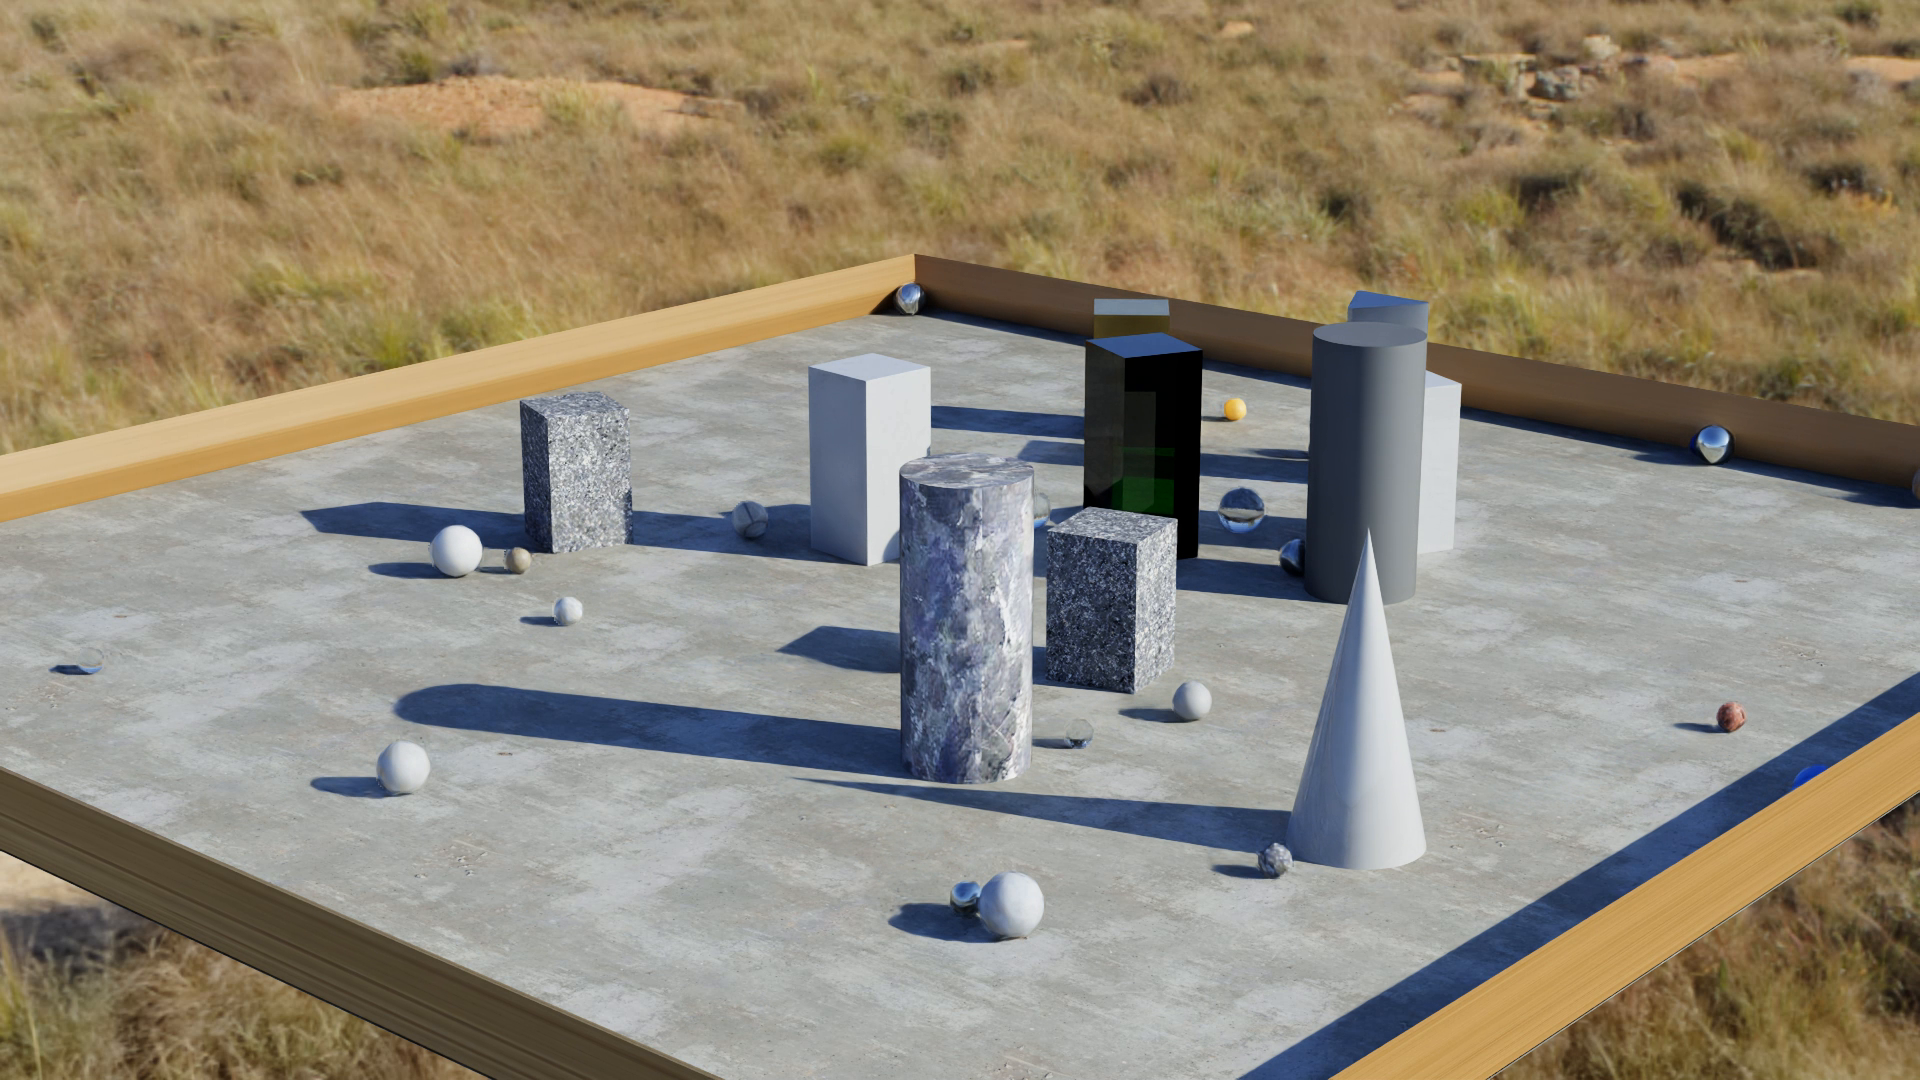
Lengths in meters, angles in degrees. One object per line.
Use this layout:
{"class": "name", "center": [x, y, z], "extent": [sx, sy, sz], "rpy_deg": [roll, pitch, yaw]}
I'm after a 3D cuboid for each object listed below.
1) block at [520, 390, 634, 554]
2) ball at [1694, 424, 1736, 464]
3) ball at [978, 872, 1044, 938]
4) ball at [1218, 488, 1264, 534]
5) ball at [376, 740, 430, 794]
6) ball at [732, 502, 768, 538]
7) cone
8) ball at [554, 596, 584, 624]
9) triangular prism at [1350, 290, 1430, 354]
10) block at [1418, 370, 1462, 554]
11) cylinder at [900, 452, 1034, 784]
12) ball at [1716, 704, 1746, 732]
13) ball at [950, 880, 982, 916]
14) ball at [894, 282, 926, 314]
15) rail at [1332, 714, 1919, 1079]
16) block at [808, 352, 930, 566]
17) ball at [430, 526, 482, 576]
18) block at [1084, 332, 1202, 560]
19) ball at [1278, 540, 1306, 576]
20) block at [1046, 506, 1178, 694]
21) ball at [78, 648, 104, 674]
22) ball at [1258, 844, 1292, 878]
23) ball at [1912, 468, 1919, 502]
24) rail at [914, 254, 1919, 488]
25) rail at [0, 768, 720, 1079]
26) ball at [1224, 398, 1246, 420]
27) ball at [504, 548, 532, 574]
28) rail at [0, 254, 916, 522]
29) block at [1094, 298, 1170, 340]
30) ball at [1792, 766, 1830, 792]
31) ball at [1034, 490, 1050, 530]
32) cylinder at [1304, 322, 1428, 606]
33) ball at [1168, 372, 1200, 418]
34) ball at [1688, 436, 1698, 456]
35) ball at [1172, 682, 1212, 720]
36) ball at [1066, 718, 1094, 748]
{"class": "block", "center": [-0.710, -0.127, 5.426], "extent": [0.156, 0.255, 0.156], "rpy_deg": [-8, 19, -26]}
{"class": "ball", "center": [1.532, -0.194, 5.953], "extent": [0.081, 0.081, 0.081], "rpy_deg": [0, 17, 0]}
{"class": "ball", "center": [0.066, 0.467, 3.755], "extent": [0.084, 0.084, 0.084], "rpy_deg": [0, 17, 0]}
{"class": "ball", "center": [0.526, -0.054, 5.479], "extent": [0.086, 0.086, 0.086], "rpy_deg": [0, 17, 0]}
{"class": "ball", "center": [-0.803, 0.328, 4.228], "extent": [0.077, 0.077, 0.077], "rpy_deg": [0, 17, 0]}
{"class": "ball", "center": [-0.389, -0.038, 5.458], "extent": [0.067, 0.067, 0.067], "rpy_deg": [0, 17, 0]}
{"class": "cone", "center": [0.548, 0.200, 3.996], "extent": [0.195, 0.455, 0.195], "rpy_deg": [0, 17, 0]}
{"class": "ball", "center": [-0.663, 0.119, 4.969], "extent": [0.048, 0.048, 0.048], "rpy_deg": [0, 17, 0]}
{"class": "triangular prism", "center": [0.817, -0.305, 5.835], "extent": [0.169, 0.361, 0.146], "rpy_deg": [-5, 17, -16]}
{"class": "block", "center": [0.804, -0.144, 5.385], "extent": [0.156, 0.312, 0.156], "rpy_deg": [-7, 18, -23]}
{"class": "cylinder", "center": [0.010, 0.114, 4.296], "extent": [0.195, 0.448, 0.195], "rpy_deg": [0, 17, 0]}
{"class": "ball", "center": [1.177, 0.271, 4.476], "extent": [0.043, 0.043, 0.043], "rpy_deg": [0, 17, 0]}
{"class": "ball", "center": [0.010, 0.467, 3.818], "extent": [0.048, 0.048, 0.048], "rpy_deg": [0, 17, 0]}
{"class": "ball", "center": [-0.123, -0.601, 7.304], "extent": [0.079, 0.079, 0.079], "rpy_deg": [0, 17, 0]}
{"class": "rail", "center": [1.238, 0.342, 4.091], "extent": [0.045, 0.127, 3.477], "rpy_deg": [14, 22, 39]}
{"class": "block", "center": [-0.164, -0.149, 5.347], "extent": [0.156, 0.343, 0.156], "rpy_deg": [-15, 23, -41]}
{"class": "ball", "center": [-0.897, 0.019, 5.226], "extent": [0.091, 0.091, 0.091], "rpy_deg": [0, 17, 0]}
{"class": "block", "center": [0.330, -0.165, 5.326], "extent": [0.156, 0.387, 0.156], "rpy_deg": [-7, 18, -23]}
{"class": "ball", "center": [0.602, 0.031, 5.231], "extent": [0.066, 0.066, 0.066], "rpy_deg": [0, 17, 0]}
{"class": "block", "center": [0.243, 0.095, 4.702], "extent": [0.156, 0.249, 0.156], "rpy_deg": [9, 19, 26]}
{"class": "ball", "center": [-1.402, 0.194, 4.733], "extent": [0.041, 0.041, 0.041], "rpy_deg": [0, 17, 0]}
{"class": "ball", "center": [0.424, 0.431, 3.943], "extent": [0.045, 0.045, 0.045], "rpy_deg": [0, 17, 0]}
{"class": "ball", "center": [1.879, -0.107, 5.660], "extent": [0.082, 0.082, 0.082], "rpy_deg": [0, 17, 0]}
{"class": "rail", "center": [1.124, -0.342, 6.360], "extent": [3.326, 0.127, 0.045], "rpy_deg": [14, 22, 39]}
{"class": "rail", "center": [-1.124, 0.406, 3.880], "extent": [3.326, 0.127, 0.045], "rpy_deg": [14, 22, 39]}
{"class": "ball", "center": [0.589, -0.280, 6.293], "extent": [0.049, 0.049, 0.049], "rpy_deg": [0, 17, 0]}
{"class": "ball", "center": [-0.791, 0.037, 5.246], "extent": [0.047, 0.047, 0.047], "rpy_deg": [0, 17, 0]}
{"class": "rail", "center": [-1.238, -0.279, 6.149], "extent": [0.045, 0.127, 3.477], "rpy_deg": [14, 22, 39]}
{"class": "block", "center": [0.359, -0.359, 6.173], "extent": [0.156, 0.269, 0.156], "rpy_deg": [1, 17, 3]}
{"class": "ball", "center": [1.215, 0.355, 4.147], "extent": [0.073, 0.073, 0.073], "rpy_deg": [0, 17, 0]}
{"class": "ball", "center": [0.130, -0.056, 5.503], "extent": [0.076, 0.076, 0.076], "rpy_deg": [0, 17, 0]}
{"class": "cylinder", "center": [0.704, -0.134, 5.096], "extent": [0.195, 0.459, 0.195], "rpy_deg": [0, 17, 0]}
{"class": "ball", "center": [0.466, -0.312, 6.315], "extent": [0.097, 0.097, 0.097], "rpy_deg": [0, 17, 0]}
{"class": "ball", "center": [1.519, -0.195, 6.015], "extent": [0.045, 0.045, 0.045], "rpy_deg": [0, 17, 0]}
{"class": "ball", "center": [0.358, 0.248, 4.522], "extent": [0.060, 0.060, 0.060], "rpy_deg": [0, 17, 0]}
{"class": "ball", "center": [0.180, 0.290, 4.410], "extent": [0.043, 0.043, 0.043], "rpy_deg": [0, 17, 0]}
